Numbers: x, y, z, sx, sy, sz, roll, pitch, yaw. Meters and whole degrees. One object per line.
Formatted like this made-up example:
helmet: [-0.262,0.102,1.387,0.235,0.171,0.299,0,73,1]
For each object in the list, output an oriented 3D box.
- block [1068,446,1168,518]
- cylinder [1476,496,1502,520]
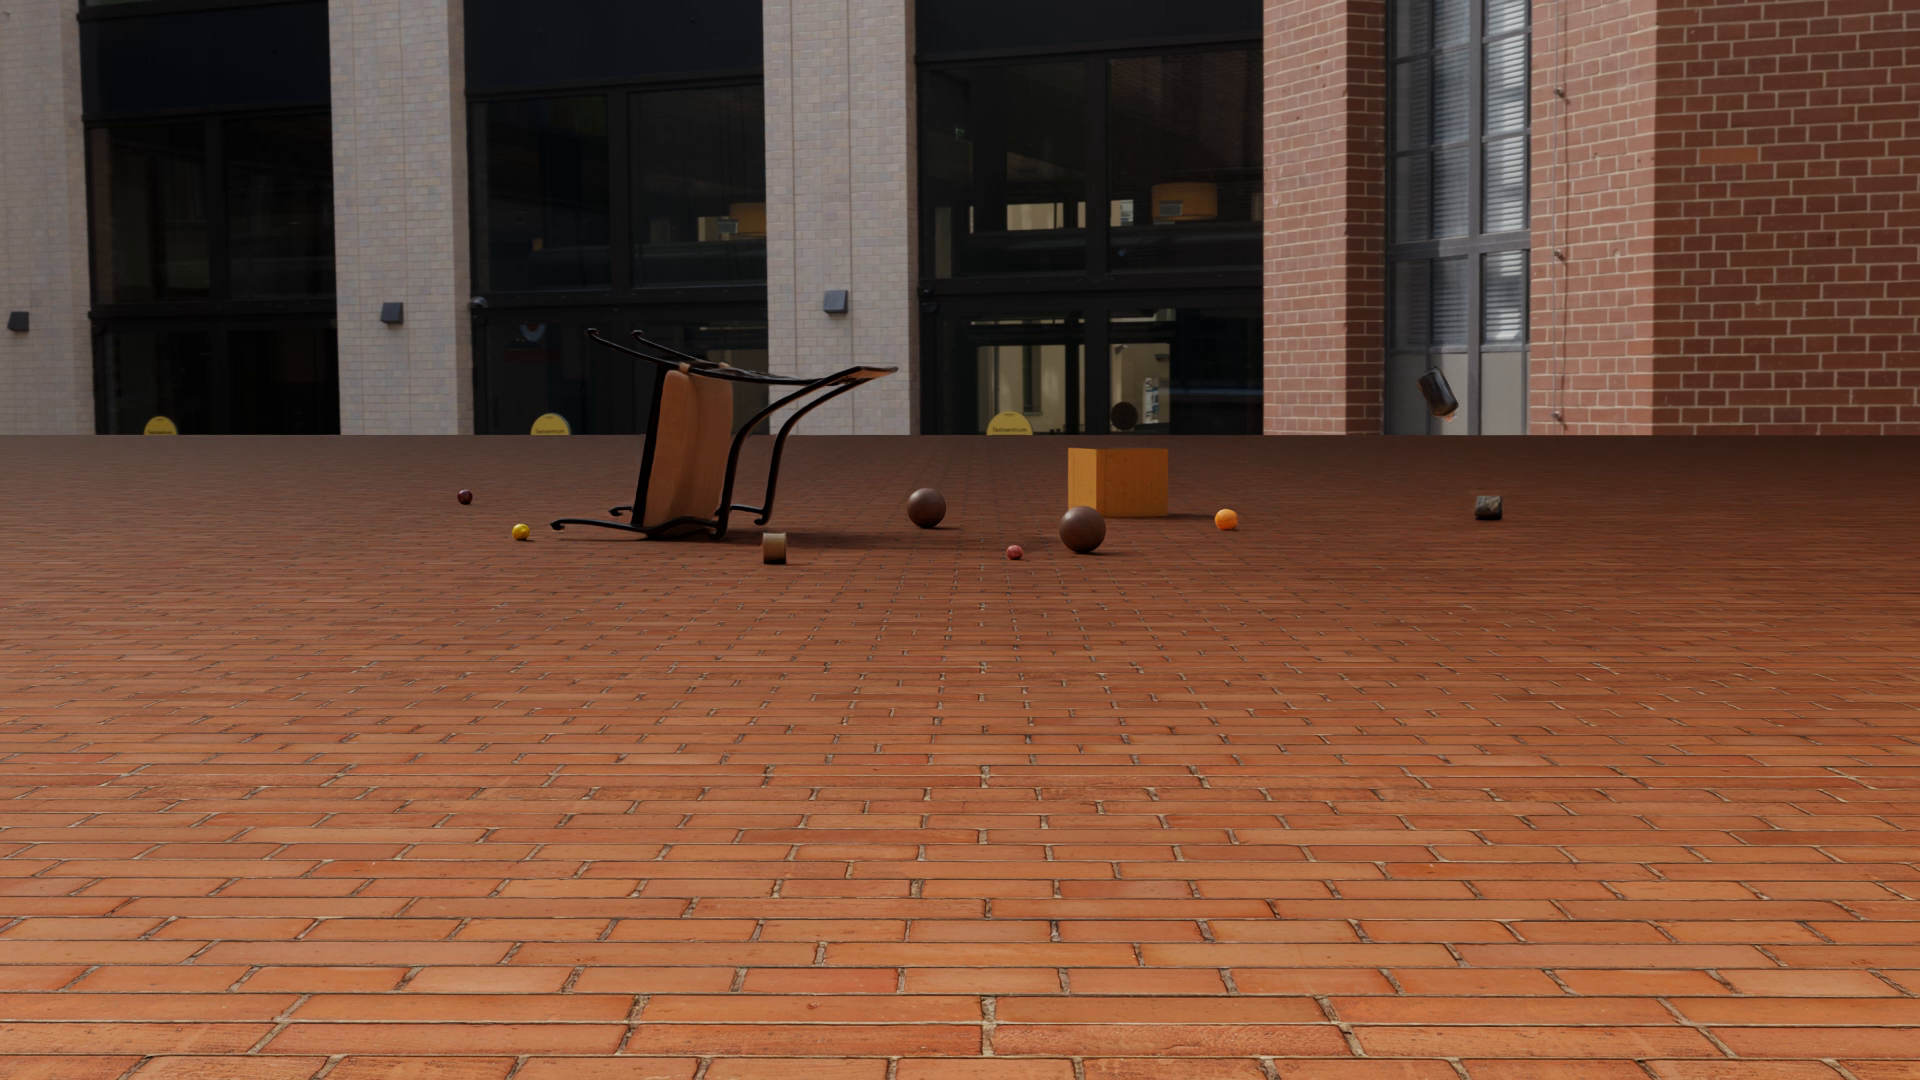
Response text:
block: [0.562,-0.208,7.847,0.271,0.238,0.273,-1,4,-18]
cylinder: [1.826,-0.111,7.589,0.081,0.074,0.099,1,27,21]
